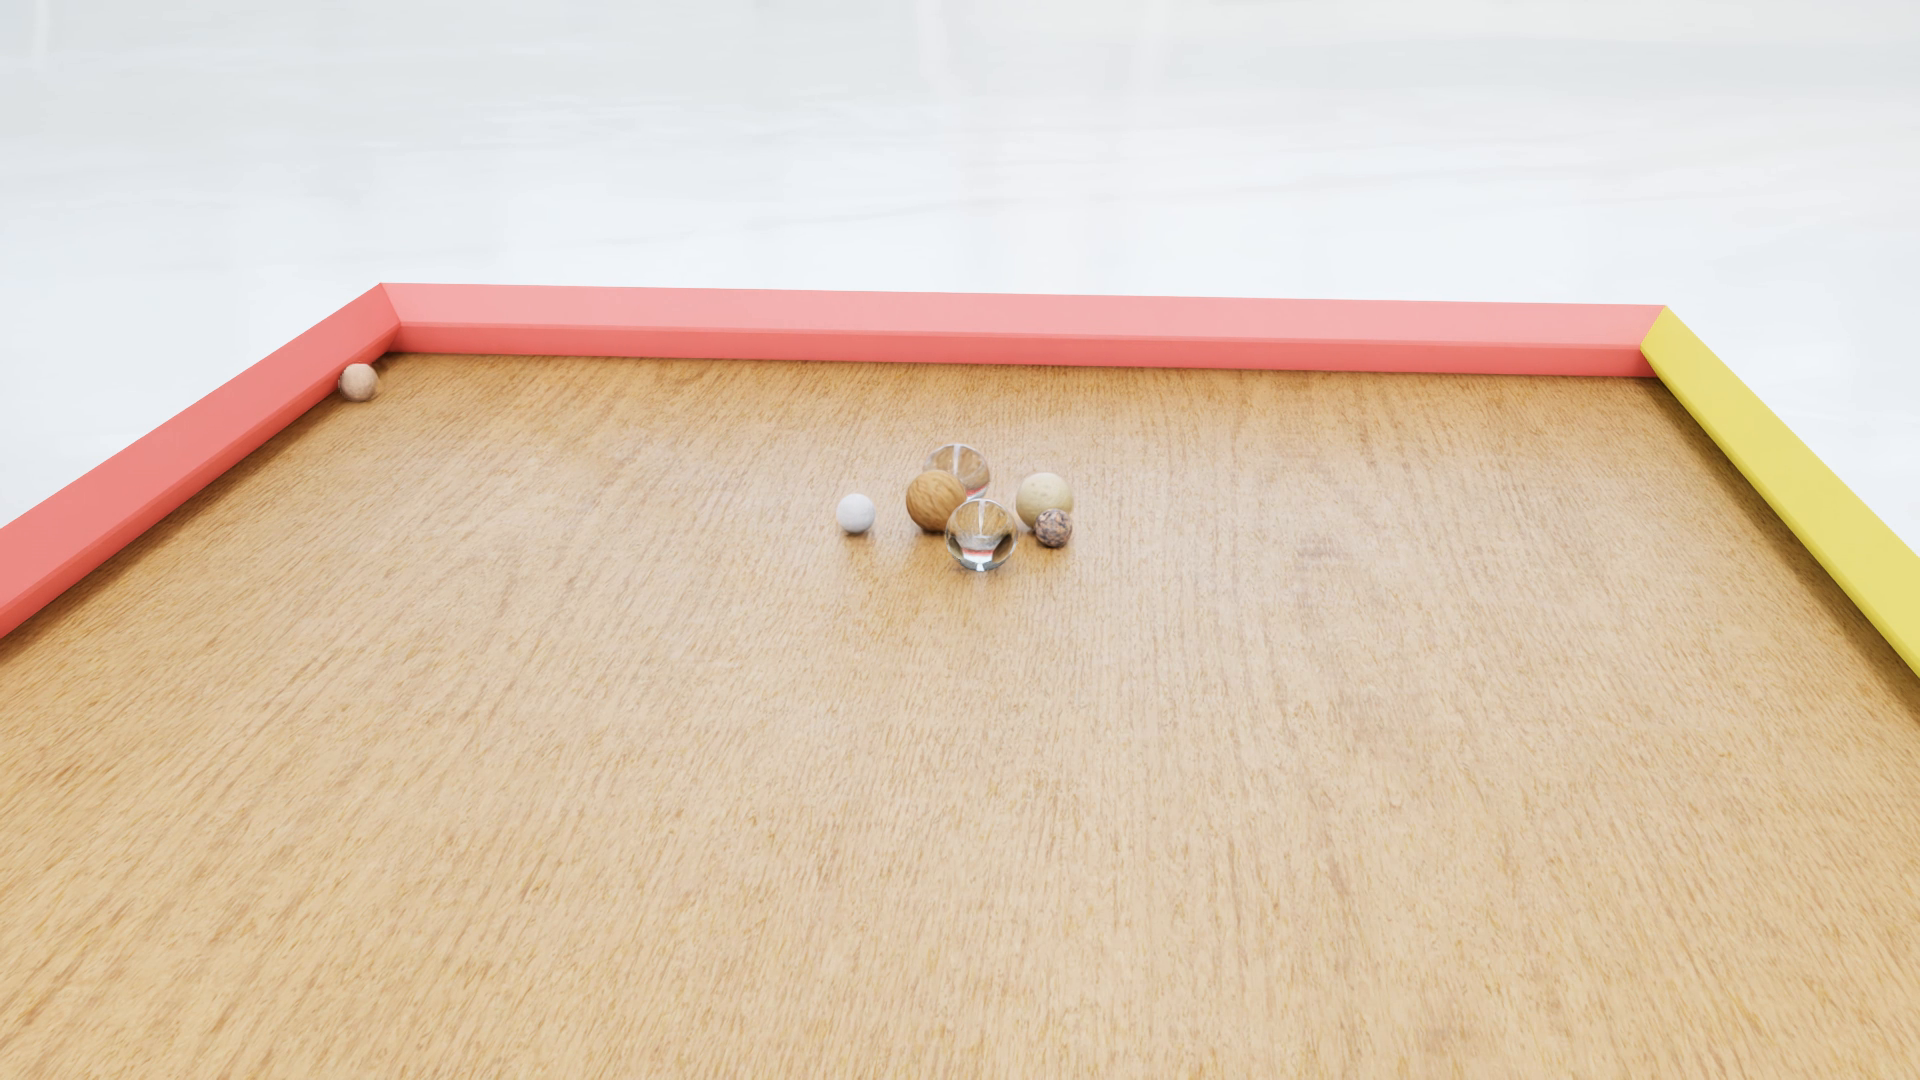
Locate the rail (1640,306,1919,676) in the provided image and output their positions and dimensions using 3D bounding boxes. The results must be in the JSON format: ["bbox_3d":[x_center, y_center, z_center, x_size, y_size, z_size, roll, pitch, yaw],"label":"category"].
[{"bbox_3d":[0.944,0.329,1.634,0.045,0.117,4.018,1,19,4],"label":"rail"}]

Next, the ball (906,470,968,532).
[{"bbox_3d":[-0.029,-0.050,2.801,0.079,0.079,0.079,0,19,0],"label":"ball"}]

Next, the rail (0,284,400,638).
[{"bbox_3d":[-1.104,0.276,1.789,0.045,0.117,4.018,1,19,4],"label":"rail"}]

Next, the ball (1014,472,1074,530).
[{"bbox_3d":[0.107,-0.049,2.804,0.075,0.075,0.075,0,19,0],"label":"ball"}]

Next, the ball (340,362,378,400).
[{"bbox_3d":[-0.930,-0.245,3.402,0.059,0.059,0.059,0,19,0],"label":"ball"}]

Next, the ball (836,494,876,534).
[{"bbox_3d":[-0.133,-0.033,2.795,0.051,0.051,0.051,0,19,0],"label":"ball"}]

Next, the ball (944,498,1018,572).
[{"bbox_3d":[0.026,-0.006,2.660,0.089,0.089,0.089,0,19,0],"label":"ball"}]

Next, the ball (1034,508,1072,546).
[{"bbox_3d":[0.117,-0.016,2.749,0.048,0.048,0.048,0,19,0],"label":"ball"}]

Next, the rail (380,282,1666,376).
[{"bbox_3d":[0.078,-0.339,3.584,2.102,0.117,0.045,1,19,4],"label":"rail"}]

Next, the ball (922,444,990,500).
[{"bbox_3d":[-0.006,-0.081,2.875,0.090,0.090,0.090,0,19,0],"label":"ball"}]
